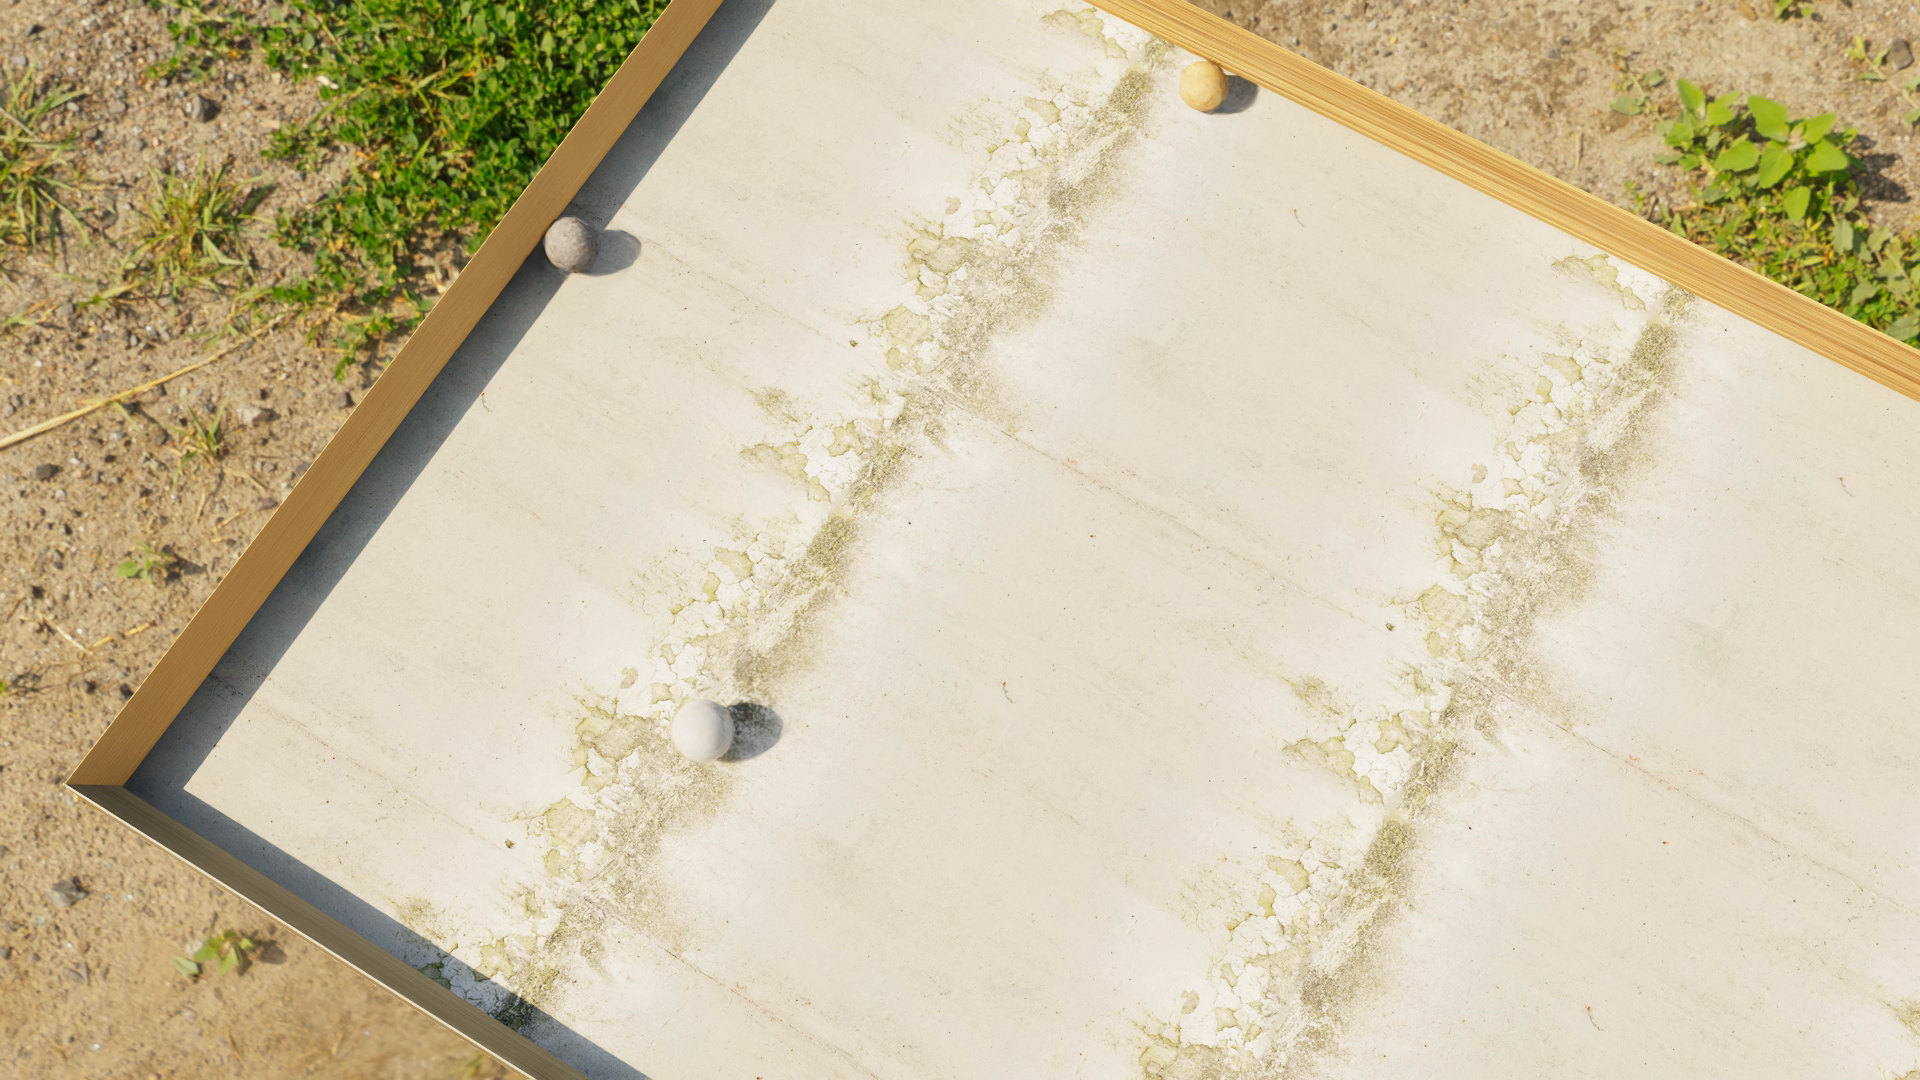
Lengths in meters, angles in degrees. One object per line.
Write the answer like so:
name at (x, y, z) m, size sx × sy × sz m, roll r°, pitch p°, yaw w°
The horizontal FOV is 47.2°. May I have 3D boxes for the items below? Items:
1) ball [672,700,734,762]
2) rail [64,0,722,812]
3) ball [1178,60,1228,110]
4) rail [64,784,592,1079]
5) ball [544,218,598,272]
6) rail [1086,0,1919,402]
ball at (-0.394, 0.292, 3.374) m, size 0.096 × 0.096 × 0.096 m, roll 0°, pitch 67°, yaw 0°
rail at (-0.780, -0.430, 3.662) m, size 0.045 × 0.124 × 2.087 m, roll 29°, pitch 70°, yaw 11°
ball at (0.424, -0.792, 3.837) m, size 0.086 × 0.086 × 0.086 m, roll 0°, pitch 67°, yaw 0°
rail at (0.282, 1.237, 2.957) m, size 3.716 × 0.124 × 0.045 m, roll 29°, pitch 70°, yaw 11°
ball at (-0.656, -0.499, 3.710) m, size 0.091 × 0.091 × 0.091 m, roll 0°, pitch 67°, yaw 0°
rail at (1.318, -0.381, 3.641) m, size 3.716 × 0.124 × 0.045 m, roll 29°, pitch 70°, yaw 11°
